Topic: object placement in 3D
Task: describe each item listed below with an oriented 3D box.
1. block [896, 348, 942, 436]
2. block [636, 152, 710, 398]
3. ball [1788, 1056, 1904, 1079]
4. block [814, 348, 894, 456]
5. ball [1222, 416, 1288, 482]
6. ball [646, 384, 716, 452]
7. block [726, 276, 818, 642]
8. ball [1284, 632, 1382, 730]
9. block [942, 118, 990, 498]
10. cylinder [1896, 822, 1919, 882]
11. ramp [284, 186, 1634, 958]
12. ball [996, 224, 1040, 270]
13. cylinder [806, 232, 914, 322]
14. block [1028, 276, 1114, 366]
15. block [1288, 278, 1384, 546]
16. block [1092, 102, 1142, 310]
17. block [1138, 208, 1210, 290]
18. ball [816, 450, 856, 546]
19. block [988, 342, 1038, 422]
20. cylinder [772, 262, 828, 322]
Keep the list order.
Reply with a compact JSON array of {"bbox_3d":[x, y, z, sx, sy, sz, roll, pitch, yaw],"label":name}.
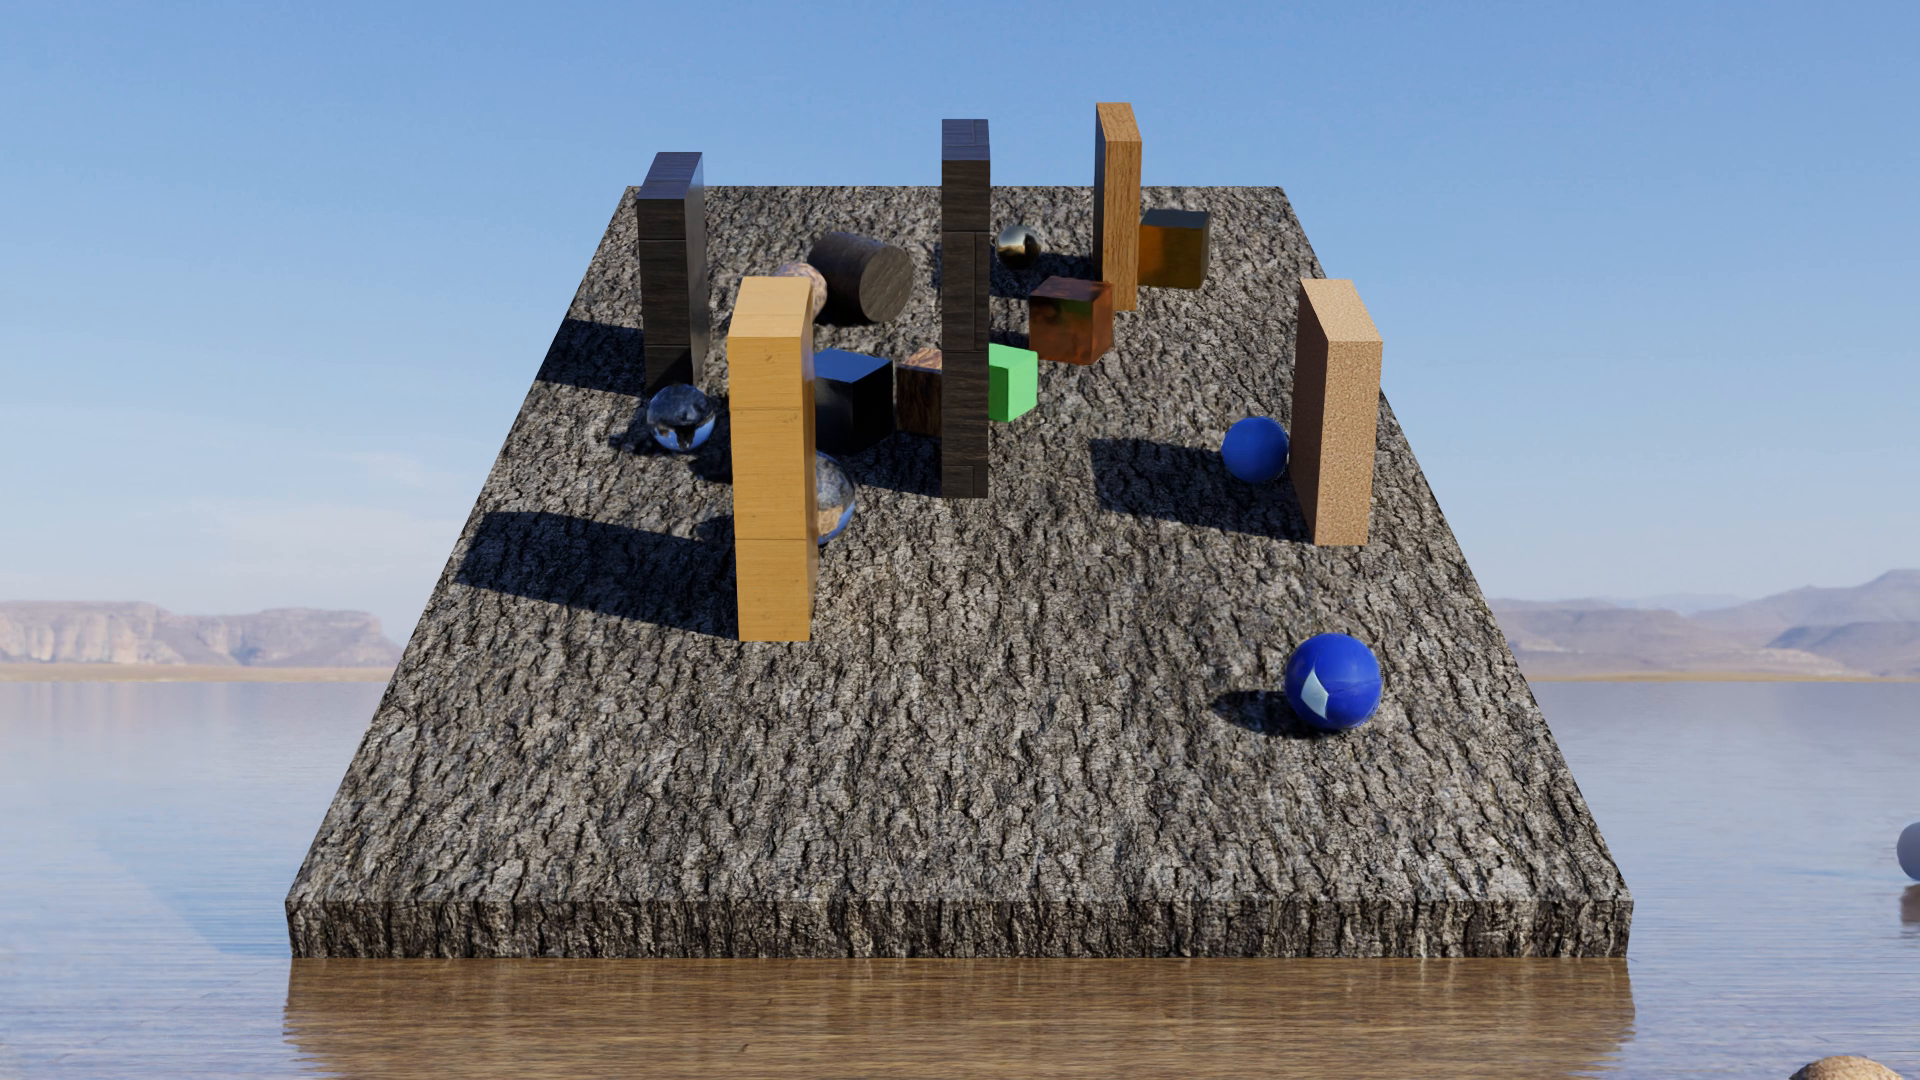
[{"bbox_3d":[-0.045,-0.331,5.219,0.148,0.148,0.148,10,26,21],"label":"block"},{"bbox_3d":[-0.673,-0.631,5.489,0.108,0.475,0.417,0,24,0],"label":"block"},{"bbox_3d":[0.707,0.471,1.845,0.120,0.120,0.120,0,-3,0],"label":"ball"},{"bbox_3d":[-0.264,-0.306,5.134,0.171,0.171,0.171,13,27,27],"label":"block"},{"bbox_3d":[0.624,-0.191,4.916,0.140,0.140,0.140,0,-3,0],"label":"ball"},{"bbox_3d":[-0.609,-0.267,5.072,0.149,0.149,0.149,0,-3,0],"label":"ball"},{"bbox_3d":[-0.339,-0.152,4.275,0.127,0.584,0.345,0,24,0],"label":"block"},{"bbox_3d":[0.628,0.238,3.916,0.164,0.164,0.164,0,-3,0],"label":"ball"},{"bbox_3d":[0.010,-0.484,4.859,0.096,0.720,0.339,0,24,0],"label":"block"},{"bbox_3d":[2.022,0.640,4.786,0.122,0.122,0.122,1,-3,-28],"label":"cylinder"},{"bbox_3d":[-0.008,-0.228,5.293,2.000,0.100,4.000,0,24,0],"label":"ramp"},{"bbox_3d":[0.158,-0.794,6.303,0.120,0.120,0.120,0,-3,0],"label":"ball"},{"bbox_3d":[-0.258,-0.672,5.930,0.196,0.196,0.196,20,10,38],"label":"cylinder"},{"bbox_3d":[0.271,-0.534,5.664,0.162,0.162,0.162,9,25,19],"label":"block"},{"bbox_3d":[0.759,-0.266,4.729,0.105,0.429,0.397,0,24,0],"label":"block"},{"bbox_3d":[0.409,-0.880,6.097,0.091,0.444,0.418,0,24,0],"label":"block"},{"bbox_3d":[0.572,-0.779,6.214,0.167,0.167,0.167,5,24,11],"label":"block"},{"bbox_3d":[-0.303,-0.083,4.600,0.194,0.194,0.194,0,-3,0],"label":"ball"},{"bbox_3d":[0.087,-0.360,5.308,0.131,0.131,0.131,14,27,28],"label":"block"},{"bbox_3d":[-0.422,-0.602,5.824,0.153,0.153,0.153,-1,23,11],"label":"cylinder"}]
